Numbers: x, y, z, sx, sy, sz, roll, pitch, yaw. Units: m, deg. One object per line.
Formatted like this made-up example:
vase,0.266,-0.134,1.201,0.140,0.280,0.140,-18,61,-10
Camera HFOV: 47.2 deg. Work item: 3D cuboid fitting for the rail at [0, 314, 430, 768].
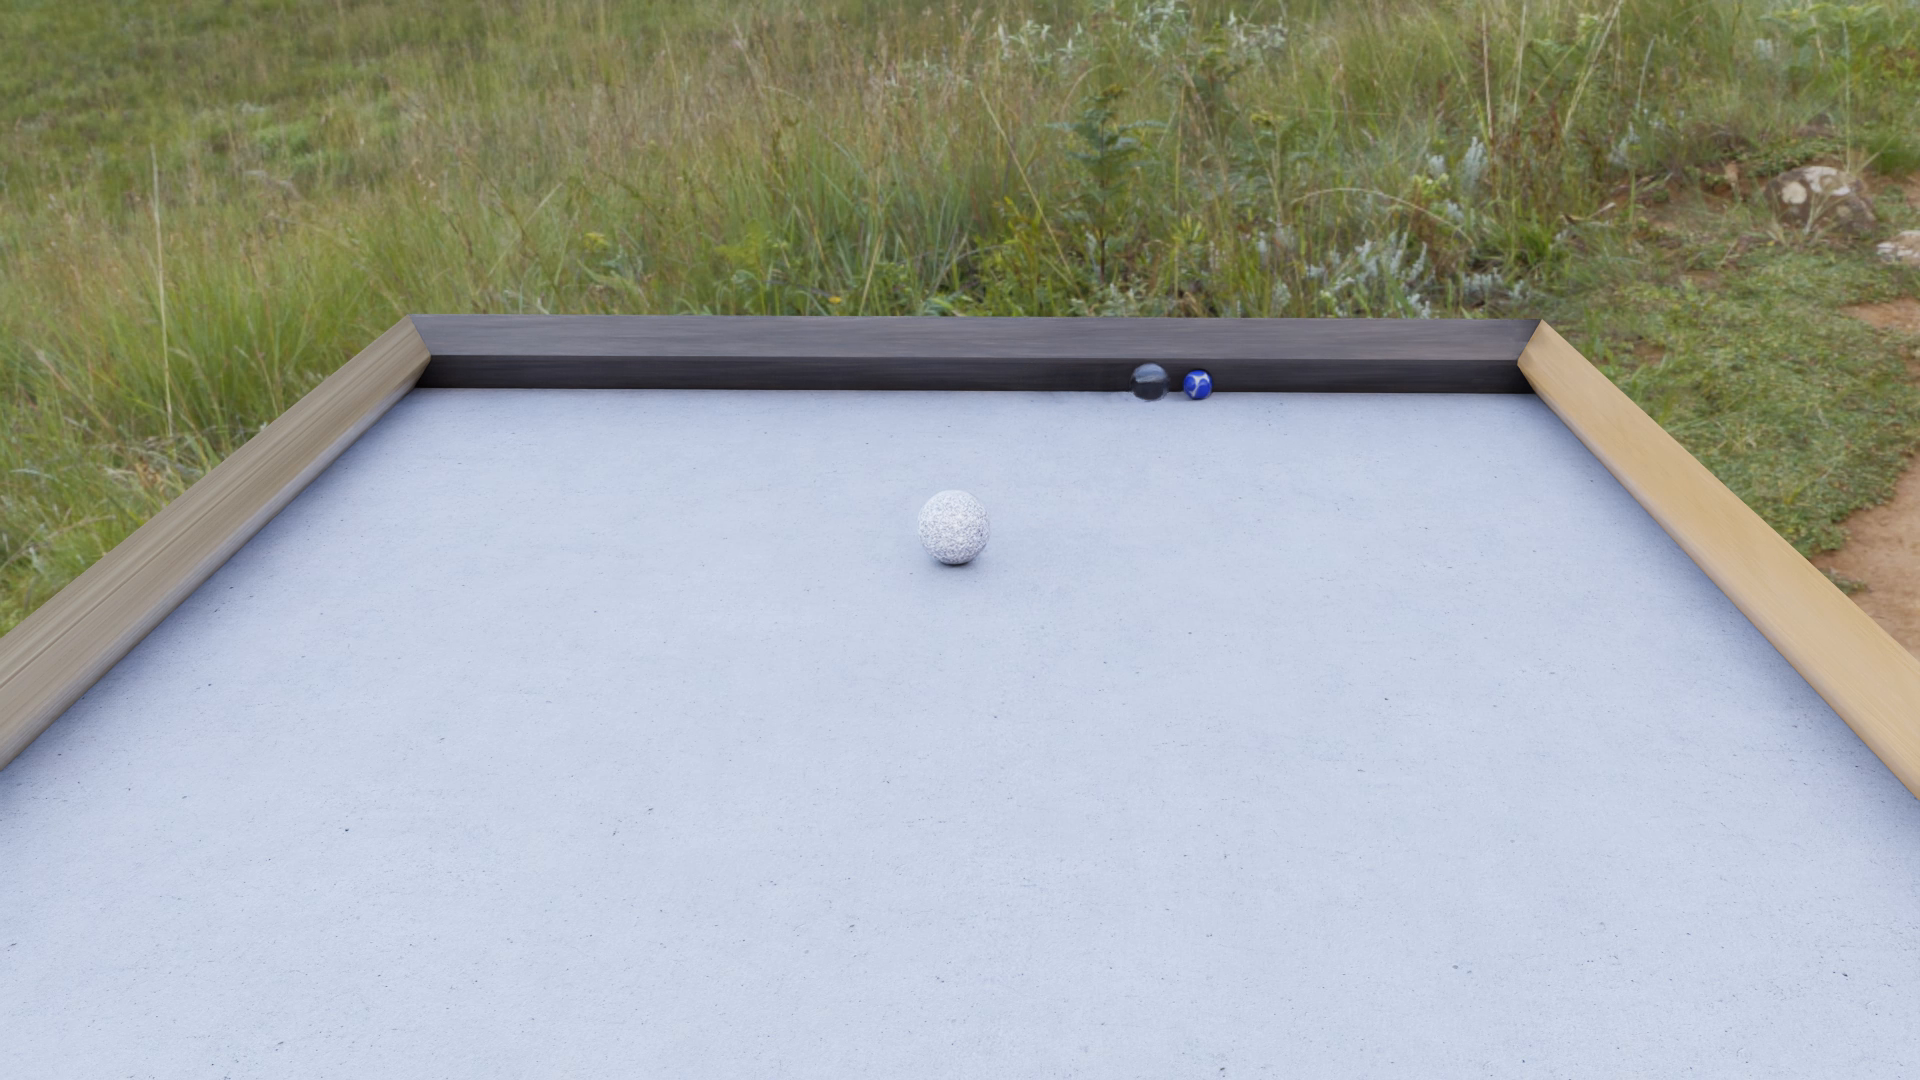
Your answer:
rail,-0.895,0.241,1.821,0.045,0.119,3.563,0,18,1

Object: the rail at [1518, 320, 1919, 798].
rail,0.856,0.253,1.785,0.045,0.119,3.563,0,18,1

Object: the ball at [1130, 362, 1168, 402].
ball,0.296,-0.247,3.441,0.061,0.061,0.061,0,18,0

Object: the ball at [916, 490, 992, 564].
ball,-0.007,-0.016,2.671,0.092,0.092,0.092,0,18,0

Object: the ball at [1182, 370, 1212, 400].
ball,0.373,-0.244,3.456,0.046,0.046,0.046,0,18,0

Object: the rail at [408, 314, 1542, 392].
rail,0.019,-0.290,3.476,1.799,0.119,0.045,0,18,1
